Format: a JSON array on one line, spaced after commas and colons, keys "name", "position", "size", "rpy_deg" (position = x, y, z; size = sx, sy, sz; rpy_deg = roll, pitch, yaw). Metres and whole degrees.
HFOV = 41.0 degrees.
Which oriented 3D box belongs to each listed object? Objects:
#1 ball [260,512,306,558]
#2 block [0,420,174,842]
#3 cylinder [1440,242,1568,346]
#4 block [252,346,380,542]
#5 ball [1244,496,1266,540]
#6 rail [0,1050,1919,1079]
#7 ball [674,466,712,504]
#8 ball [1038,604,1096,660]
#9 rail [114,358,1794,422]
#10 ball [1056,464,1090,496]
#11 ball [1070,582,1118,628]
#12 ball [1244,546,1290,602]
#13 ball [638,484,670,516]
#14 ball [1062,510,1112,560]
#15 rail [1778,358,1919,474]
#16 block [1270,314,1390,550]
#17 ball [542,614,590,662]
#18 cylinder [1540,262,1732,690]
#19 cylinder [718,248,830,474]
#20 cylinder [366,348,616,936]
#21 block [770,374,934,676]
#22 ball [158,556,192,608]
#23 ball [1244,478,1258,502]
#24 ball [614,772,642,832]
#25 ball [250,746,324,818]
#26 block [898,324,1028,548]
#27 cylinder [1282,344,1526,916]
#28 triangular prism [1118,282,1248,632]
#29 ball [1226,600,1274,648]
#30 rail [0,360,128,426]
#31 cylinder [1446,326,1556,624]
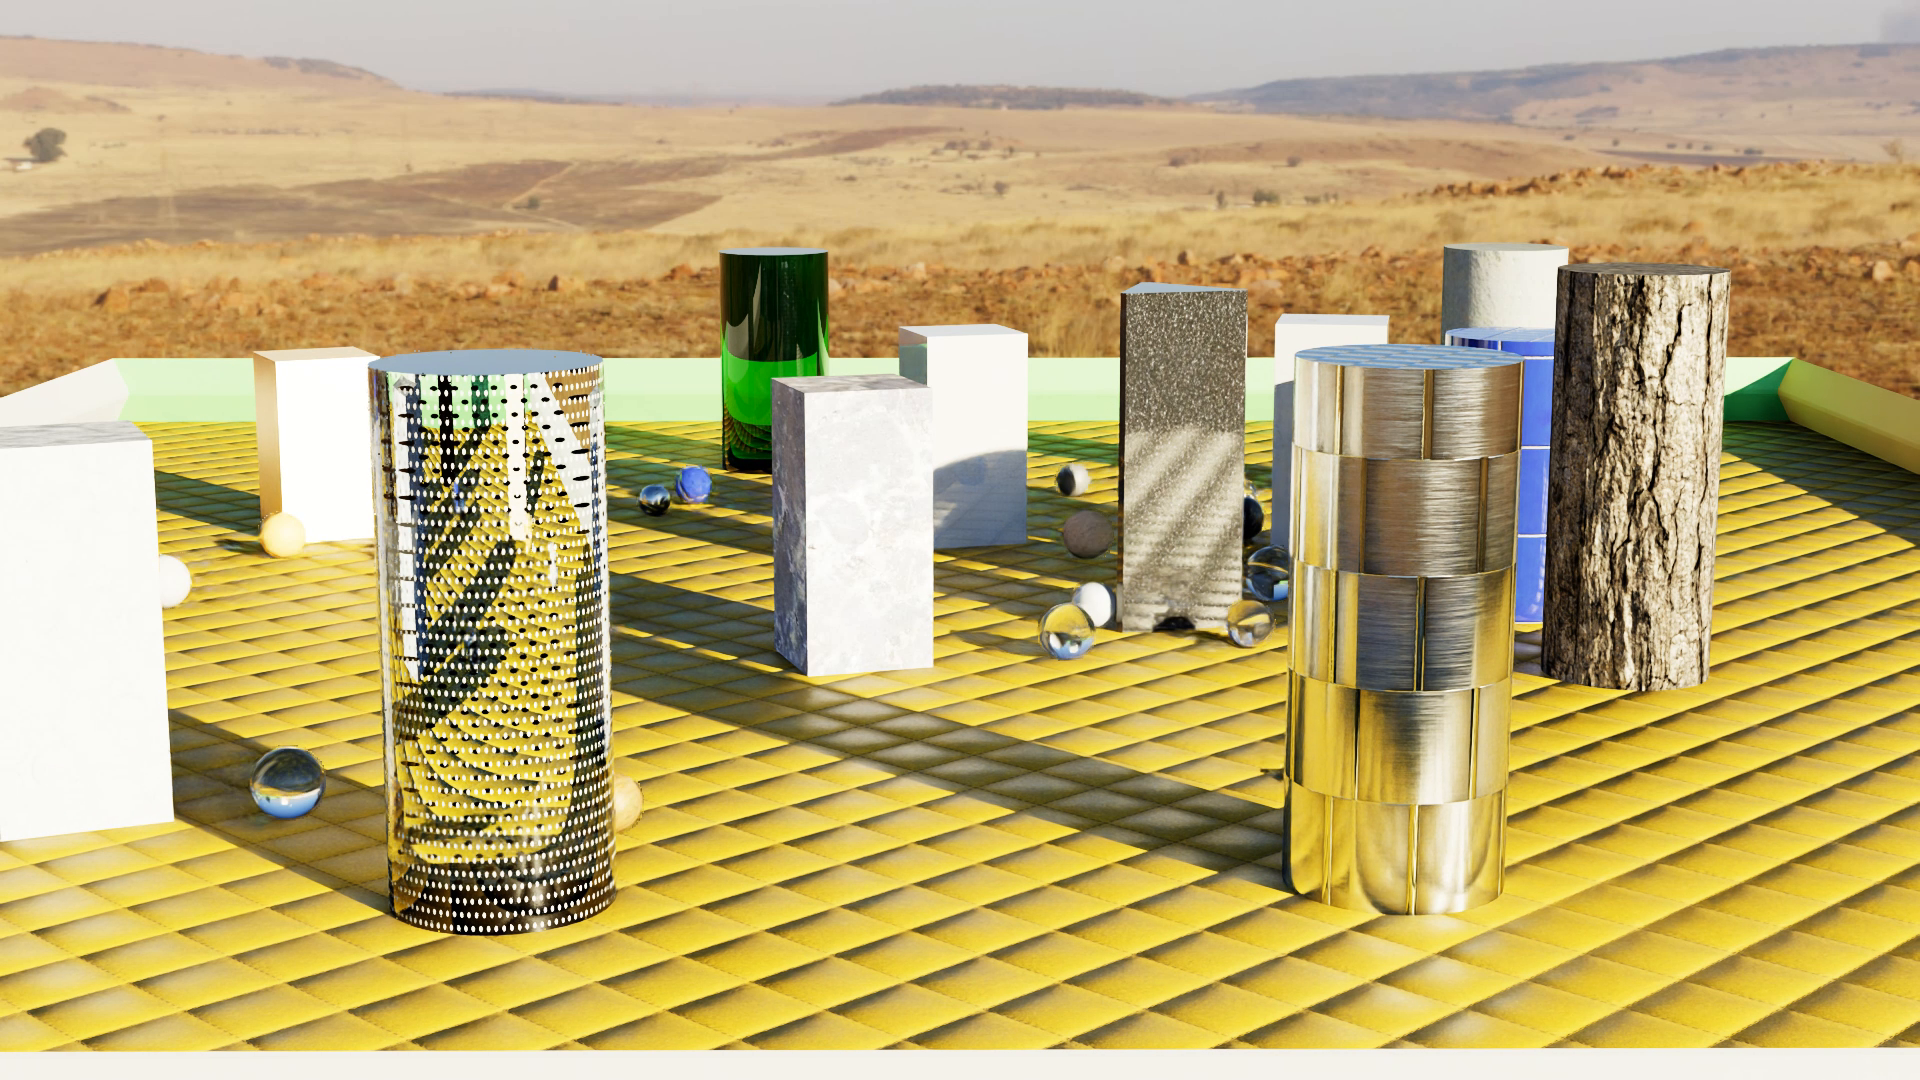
[{"name": "ball", "position": [-1.013, -0.006, 3.837], "size": [0.068, 0.068, 0.068], "rpy_deg": [0, 10, 0]}, {"name": "block", "position": [-0.873, 0.083, 2.509], "size": [0.159, 0.375, 0.159], "rpy_deg": [-5, 12, -25]}, {"name": "cylinder", "position": [0.886, -0.261, 4.201], "size": [0.199, 0.436, 0.199], "rpy_deg": [0, 10, 0]}, {"name": "block", "position": [-1.006, -0.151, 4.030], "size": [0.159, 0.283, 0.159], "rpy_deg": [-5, 12, -27]}, {"name": "ball", "position": [0.440, -0.034, 3.986], "size": [0.068, 0.068, 0.068], "rpy_deg": [0, 10, 0]}, {"name": "rail", "position": [0.011, 0.374, 1.608], "size": [3.477, 0.129, 0.045], "rpy_deg": [0, 10, 0]}, {"name": "ball", "position": [-0.448, -0.092, 4.311], "size": [0.063, 0.063, 0.063], "rpy_deg": [0, 10, 0]}, {"name": "ball", "position": [0.133, 0.113, 3.184], "size": [0.070, 0.070, 0.070], "rpy_deg": [0, 10, 0]}, {"name": "rail", "position": [-0.011, -0.307, 5.289], "size": [3.477, 0.129, 0.045], "rpy_deg": [0, 10, 0]}, {"name": "ball", "position": [0.193, -0.102, 4.386], "size": [0.057, 0.057, 0.057], "rpy_deg": [0, 10, 0]}, {"name": "ball", "position": [0.176, 0.085, 3.365], "size": [0.061, 0.061, 0.061], "rpy_deg": [0, 10, 0]}, {"name": "ball", "position": [0.430, 0.046, 3.526], "size": [0.077, 0.077, 0.077], "rpy_deg": [0, 10, 0]}, {"name": "ball", "position": [-0.500, -0.065, 4.196], "size": [0.052, 0.052, 0.052], "rpy_deg": [0, 10, 0]}, {"name": "ball", "position": [0.190, -0.008, 3.829], "size": [0.074, 0.074, 0.074], "rpy_deg": [0, 10, 0]}, {"name": "rail", "position": [1.715, 0.031, 3.458], "size": [0.045, 0.129, 3.791], "rpy_deg": [0, 10, 0]}, {"name": "block", "position": [0.548, -0.147, 3.799], "size": [0.159, 0.358, 0.159], "rpy_deg": [2, 11, 10]}, {"name": "ball", "position": [-0.487, 0.121, 3.175], "size": [0.058, 0.058, 0.058], "rpy_deg": [0, 10, 0]}, {"name": "cylinder", "position": [0.809, -0.080, 3.079], "size": [0.199, 0.489, 0.199], "rpy_deg": [0, 10, 0]}, {"name": "cylinder", "position": [-0.337, -0.329, 4.682], "size": [0.199, 0.395, 0.199], "rpy_deg": [0, 10, 0]}, {"name": "cylinder", "position": [-0.404, 0.083, 2.229], "size": [0.199, 0.477, 0.199], "rpy_deg": [0, 10, 0]}, {"name": "block", "position": [-0.134, -0.023, 3.165], "size": [0.159, 0.344, 0.159], "rpy_deg": [-4, 11, -18]}, {"name": "ball", "position": [-1.081, 0.057, 3.480], "size": [0.073, 0.073, 0.073], "rpy_deg": [0, 10, 0]}, {"name": "ball", "position": [0.447, -0.068, 4.160], "size": [0.072, 0.072, 0.072], "rpy_deg": [0, 10, 0]}, {"name": "ball", "position": [-0.335, 0.252, 2.463], "size": [0.059, 0.059, 0.059], "rpy_deg": [0, 10, 0]}, {"name": "ball", "position": [-0.658, 0.238, 2.511], "size": [0.070, 0.070, 0.070], "rpy_deg": [0, 10, 0]}, {"name": "block", "position": [0.004, -0.164, 3.981], "size": [0.159, 0.324, 0.159], "rpy_deg": [-3, 11, -17]}, {"name": "cylinder", "position": [0.392, 0.074, 2.281], "size": [0.199, 0.476, 0.199], "rpy_deg": [0, 10, 0]}, {"name": "triangular prism", "position": [0.268, -0.114, 3.390], "size": [0.172, 0.441, 0.149], "rpy_deg": [-3, 11, -16]}, {"name": "ball", "position": [0.367, 0.106, 3.252], "size": [0.060, 0.060, 0.060], "rpy_deg": [0, 10, 0]}, {"name": "rail", "position": [-1.715, 0.035, 3.439], "size": [0.045, 0.129, 3.791], "rpy_deg": [0, 10, 0]}, {"name": "cylinder", "position": [0.749, -0.091, 3.455], "size": [0.199, 0.373, 0.199], "rpy_deg": [0, 10, 0]}]
